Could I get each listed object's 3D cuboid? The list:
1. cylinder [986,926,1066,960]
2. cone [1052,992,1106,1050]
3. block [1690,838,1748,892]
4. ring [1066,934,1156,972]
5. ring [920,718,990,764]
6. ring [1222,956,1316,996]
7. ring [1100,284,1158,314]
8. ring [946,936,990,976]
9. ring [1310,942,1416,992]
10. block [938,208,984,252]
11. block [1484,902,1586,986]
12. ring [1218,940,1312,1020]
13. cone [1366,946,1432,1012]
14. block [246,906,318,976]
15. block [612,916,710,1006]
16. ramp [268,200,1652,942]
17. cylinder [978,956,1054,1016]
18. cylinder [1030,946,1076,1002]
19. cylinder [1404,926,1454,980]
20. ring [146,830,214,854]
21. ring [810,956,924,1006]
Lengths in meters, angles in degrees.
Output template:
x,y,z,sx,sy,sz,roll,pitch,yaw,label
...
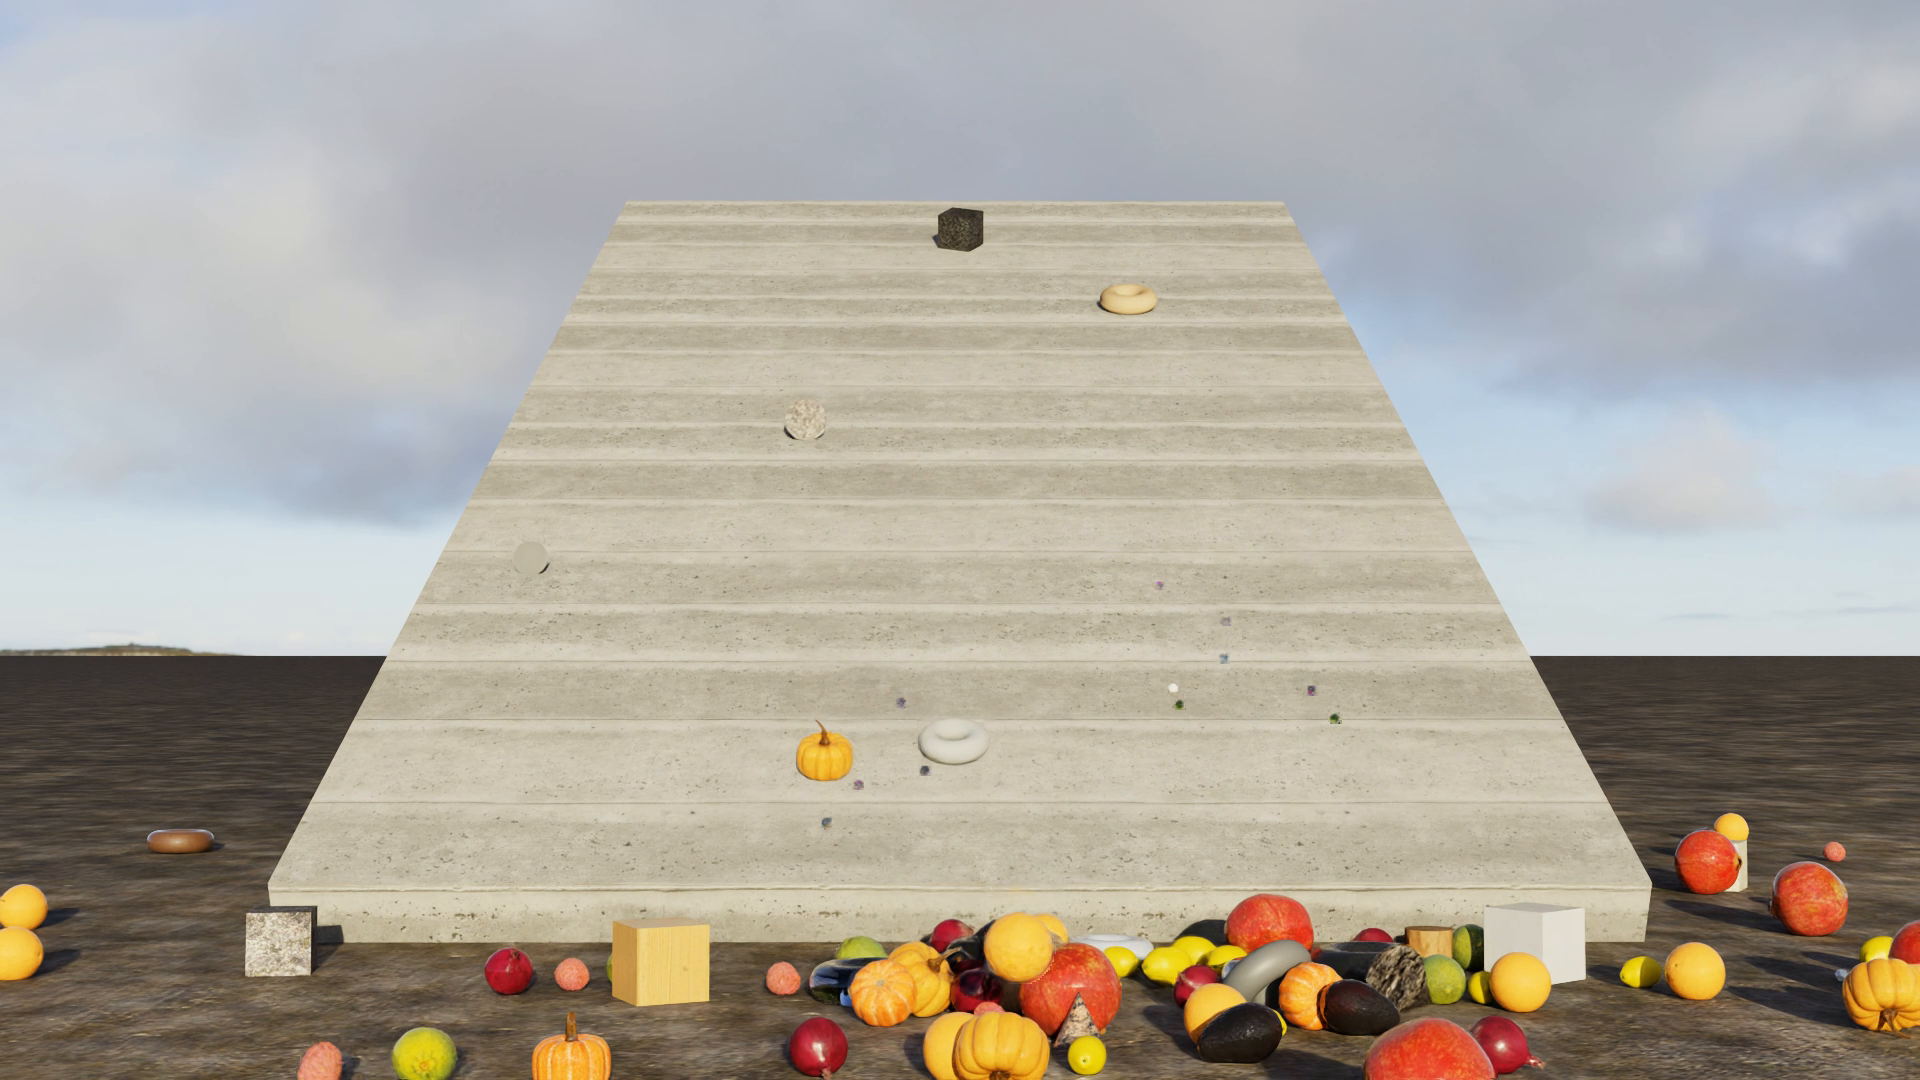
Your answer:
x,y,z,sx,sy,sz,roll,pitch,yaw,label
0.083,0.531,2.927,0.073,0.073,0.073,-2,-4,40,cylinder
0.129,0.517,2.487,0.058,0.058,0.058,0,-3,0,cone
1.360,0.582,4.131,0.084,0.084,0.084,-1,-3,28,block
0.202,0.556,3.103,0.122,0.041,0.122,1,-3,0,ring
-0.008,0.323,3.697,0.115,0.038,0.115,-1,24,0,ring
0.387,0.546,2.884,0.118,0.039,0.118,1,-3,0,ring
0.436,-0.624,5.971,0.149,0.050,0.149,-1,24,0,ring
0.045,0.552,3.061,0.131,0.044,0.131,1,-4,0,ring
0.518,0.543,2.938,0.147,0.049,0.147,-1,-2,0,ring
0.002,-0.879,6.522,0.097,0.097,0.097,10,25,23,block
0.748,0.525,2.999,0.092,0.092,0.092,2,-4,-41,block
0.351,0.508,2.653,0.122,0.122,0.041,3,40,-43,ring
0.543,0.541,2.757,0.083,0.083,0.083,-3,-31,47,cone
-0.901,0.532,3.063,0.082,0.082,0.082,0,-3,-10,block
-0.368,0.516,2.828,0.092,0.092,0.092,1,-3,-27,block
-0.007,-0.223,5.195,2.000,0.100,4.000,0,22,0,ramp
0.066,0.525,2.714,0.065,0.065,0.065,-2,-3,29,cylinder
0.111,0.532,2.823,0.060,0.060,0.060,0,-3,-1,cylinder
0.614,0.540,3.017,0.062,0.062,0.062,0,-3,0,cylinder
-1.647,0.637,4.868,0.137,0.046,0.137,0,-4,0,ring
-0.114,0.539,2.813,0.141,0.047,0.141,-1,-3,0,ring
